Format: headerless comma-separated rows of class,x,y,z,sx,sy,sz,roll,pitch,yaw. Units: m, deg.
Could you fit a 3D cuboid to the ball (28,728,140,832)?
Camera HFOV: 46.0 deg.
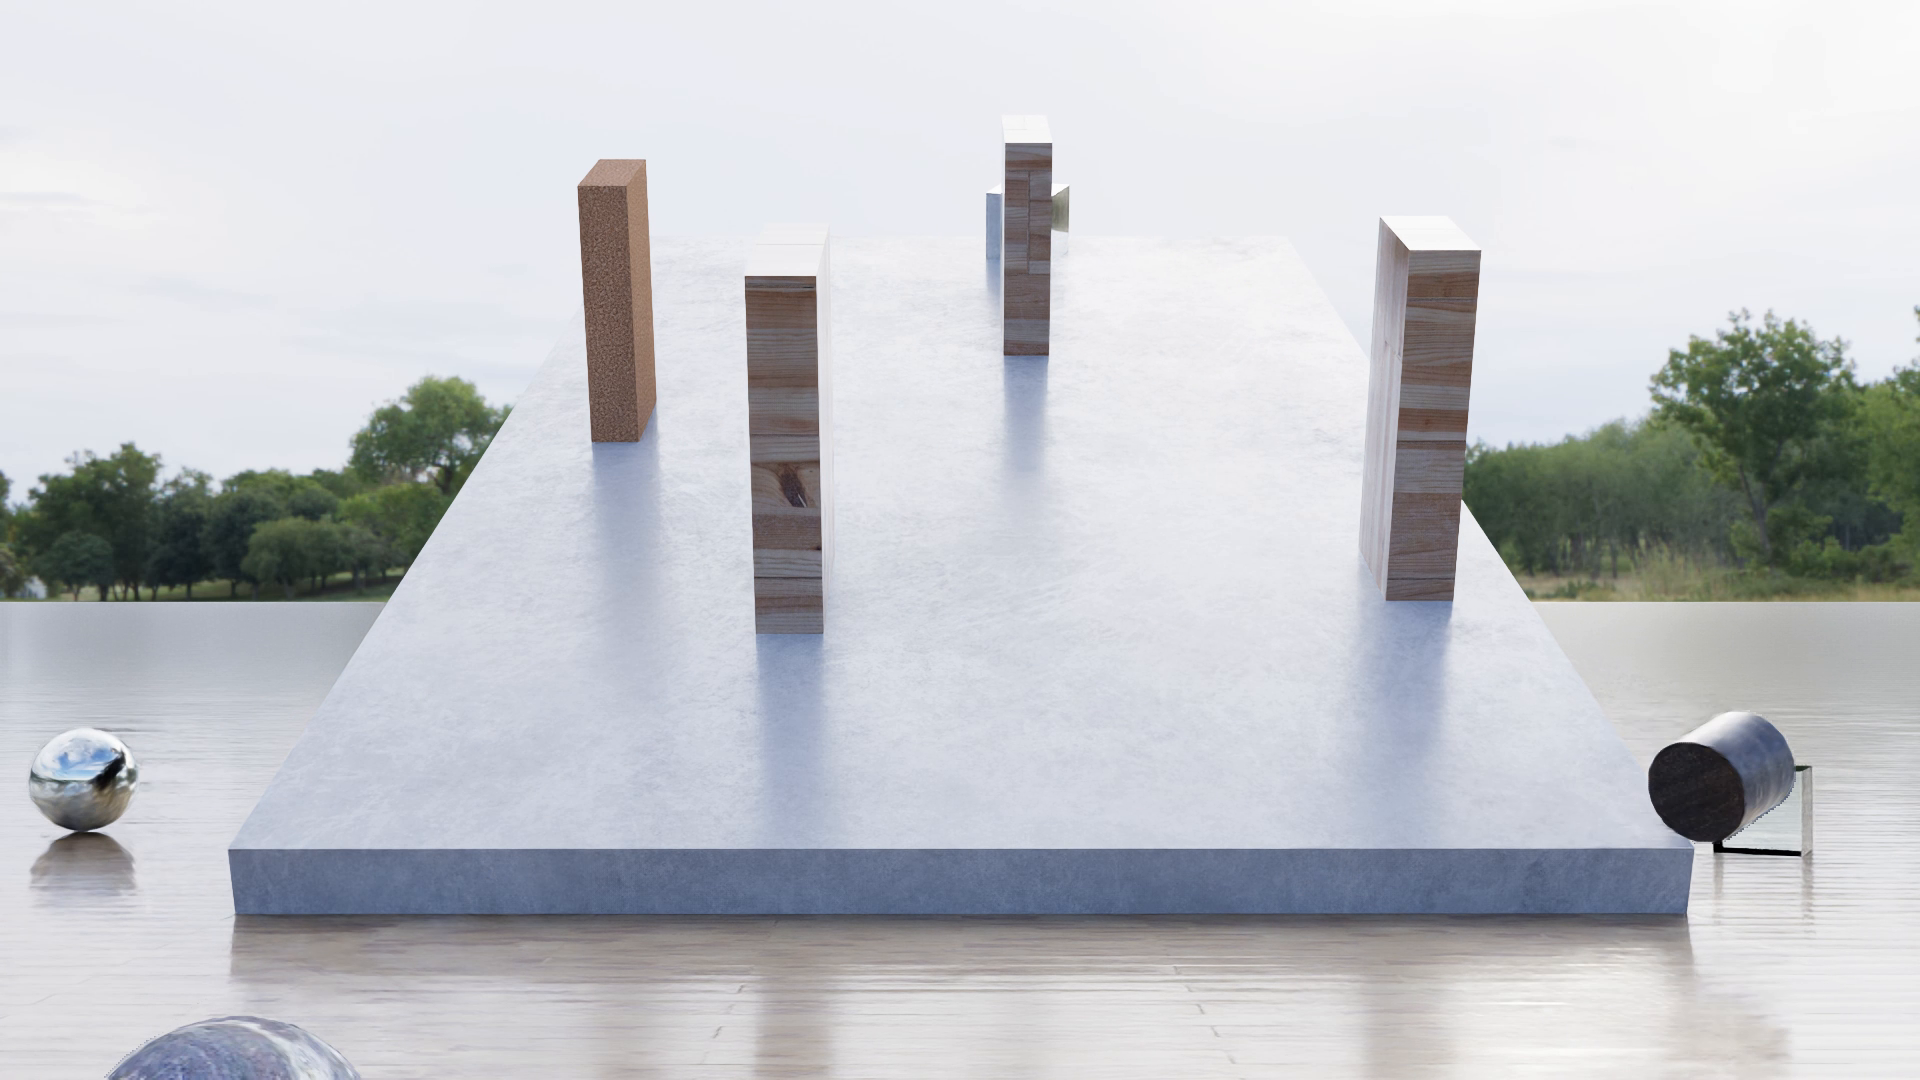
ball,-1.629,0.446,4.206,0.191,0.191,0.191,0,-1,0

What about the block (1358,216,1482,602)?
block,0.806,-0.235,3.993,0.119,0.625,0.282,0,20,0

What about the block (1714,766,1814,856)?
block,1.382,0.463,3.889,0.143,0.143,0.143,-1,-2,28

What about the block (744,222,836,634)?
block,-0.288,-0.202,3.908,0.115,0.616,0.415,0,20,0

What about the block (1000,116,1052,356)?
block,0.162,-0.765,5.634,0.113,0.520,0.406,0,20,0

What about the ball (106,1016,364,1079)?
ball,-0.437,0.379,1.355,0.185,0.185,0.185,0,-1,0

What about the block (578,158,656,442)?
block,-0.740,-0.523,4.904,0.102,0.552,0.314,0,20,0

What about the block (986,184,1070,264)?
block,0.197,-0.925,6.569,0.194,0.194,0.194,6,21,17

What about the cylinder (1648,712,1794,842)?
cylinder,1.054,0.327,3.129,0.144,0.144,0.144,-19,12,-42

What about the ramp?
ramp,-0.005,-0.203,4.982,2.000,0.100,4.000,0,20,0
